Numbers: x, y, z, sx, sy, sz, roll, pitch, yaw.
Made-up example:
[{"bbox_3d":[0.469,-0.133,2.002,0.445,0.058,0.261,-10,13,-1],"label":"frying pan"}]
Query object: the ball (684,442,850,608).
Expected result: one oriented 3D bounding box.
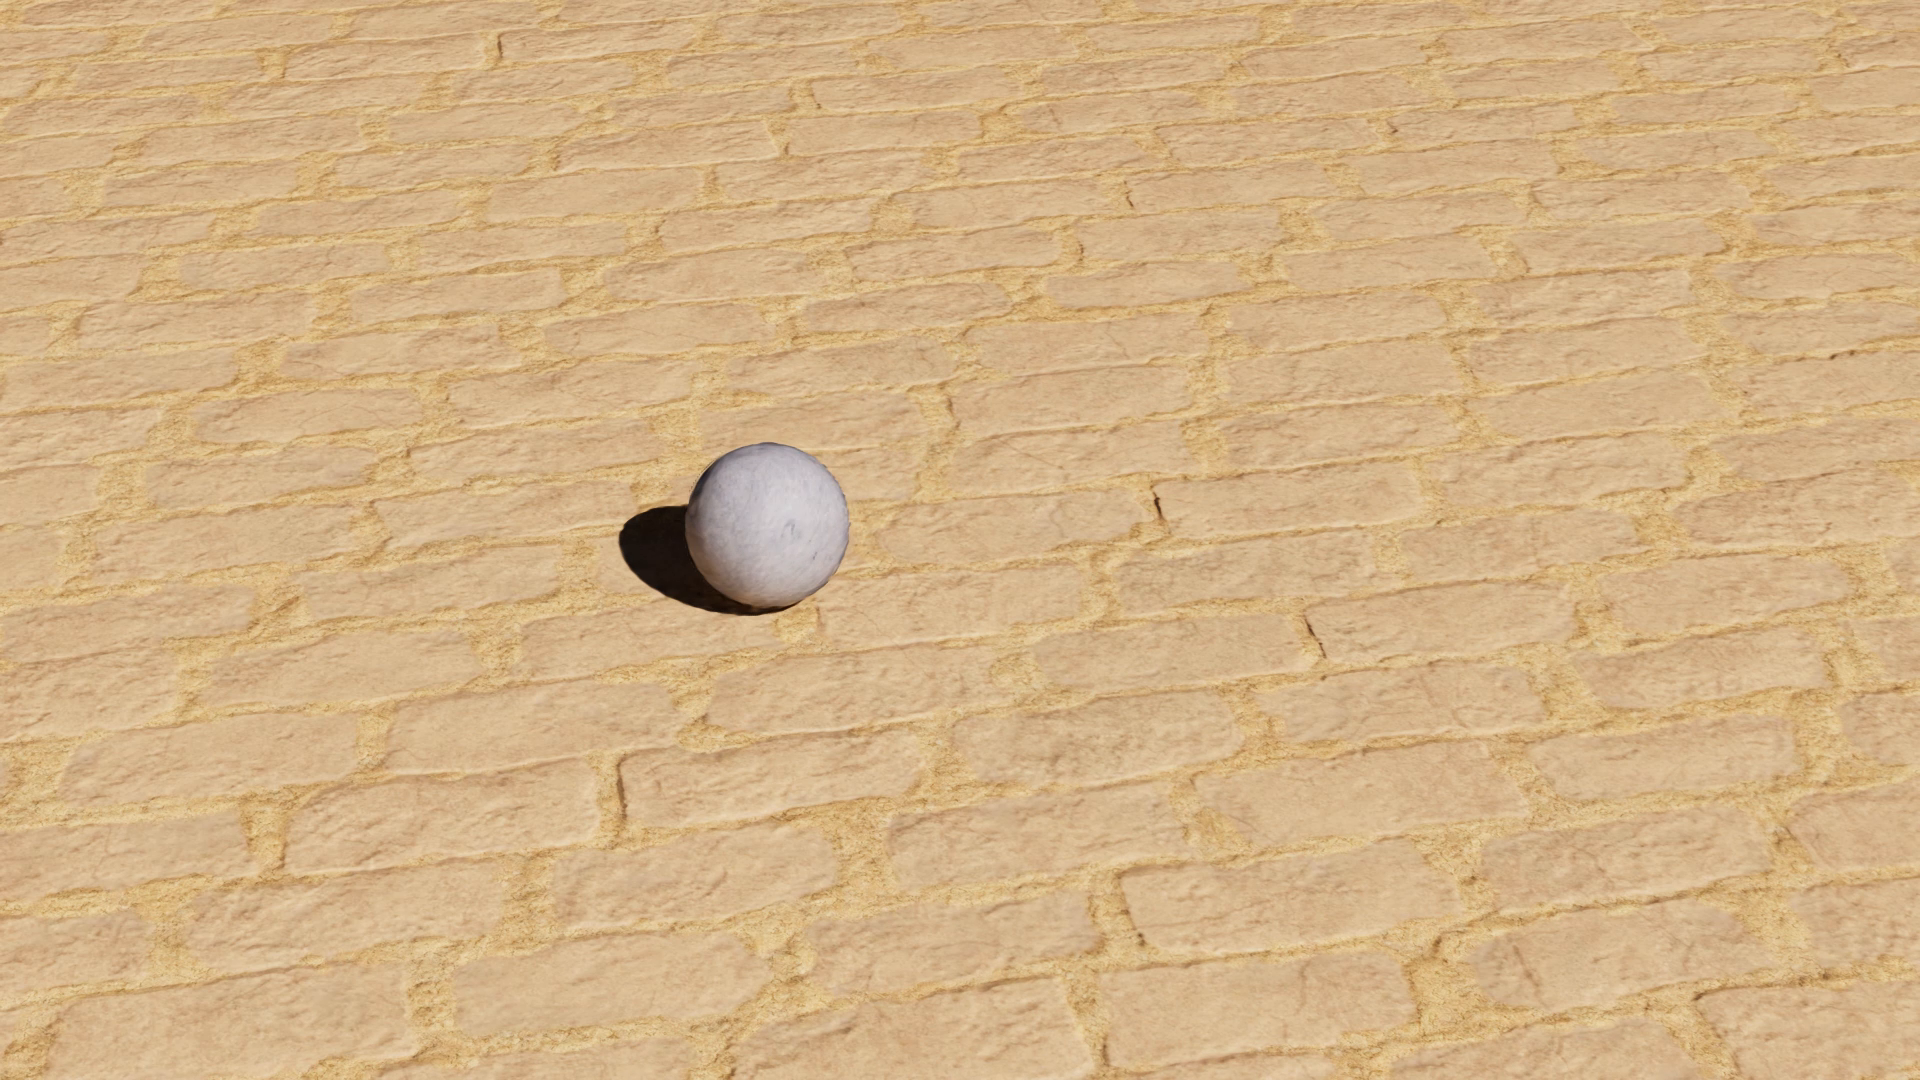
[{"bbox_3d":[-0.106,-0.008,1.614,0.091,0.091,0.091,0,32,0],"label":"ball"}]
